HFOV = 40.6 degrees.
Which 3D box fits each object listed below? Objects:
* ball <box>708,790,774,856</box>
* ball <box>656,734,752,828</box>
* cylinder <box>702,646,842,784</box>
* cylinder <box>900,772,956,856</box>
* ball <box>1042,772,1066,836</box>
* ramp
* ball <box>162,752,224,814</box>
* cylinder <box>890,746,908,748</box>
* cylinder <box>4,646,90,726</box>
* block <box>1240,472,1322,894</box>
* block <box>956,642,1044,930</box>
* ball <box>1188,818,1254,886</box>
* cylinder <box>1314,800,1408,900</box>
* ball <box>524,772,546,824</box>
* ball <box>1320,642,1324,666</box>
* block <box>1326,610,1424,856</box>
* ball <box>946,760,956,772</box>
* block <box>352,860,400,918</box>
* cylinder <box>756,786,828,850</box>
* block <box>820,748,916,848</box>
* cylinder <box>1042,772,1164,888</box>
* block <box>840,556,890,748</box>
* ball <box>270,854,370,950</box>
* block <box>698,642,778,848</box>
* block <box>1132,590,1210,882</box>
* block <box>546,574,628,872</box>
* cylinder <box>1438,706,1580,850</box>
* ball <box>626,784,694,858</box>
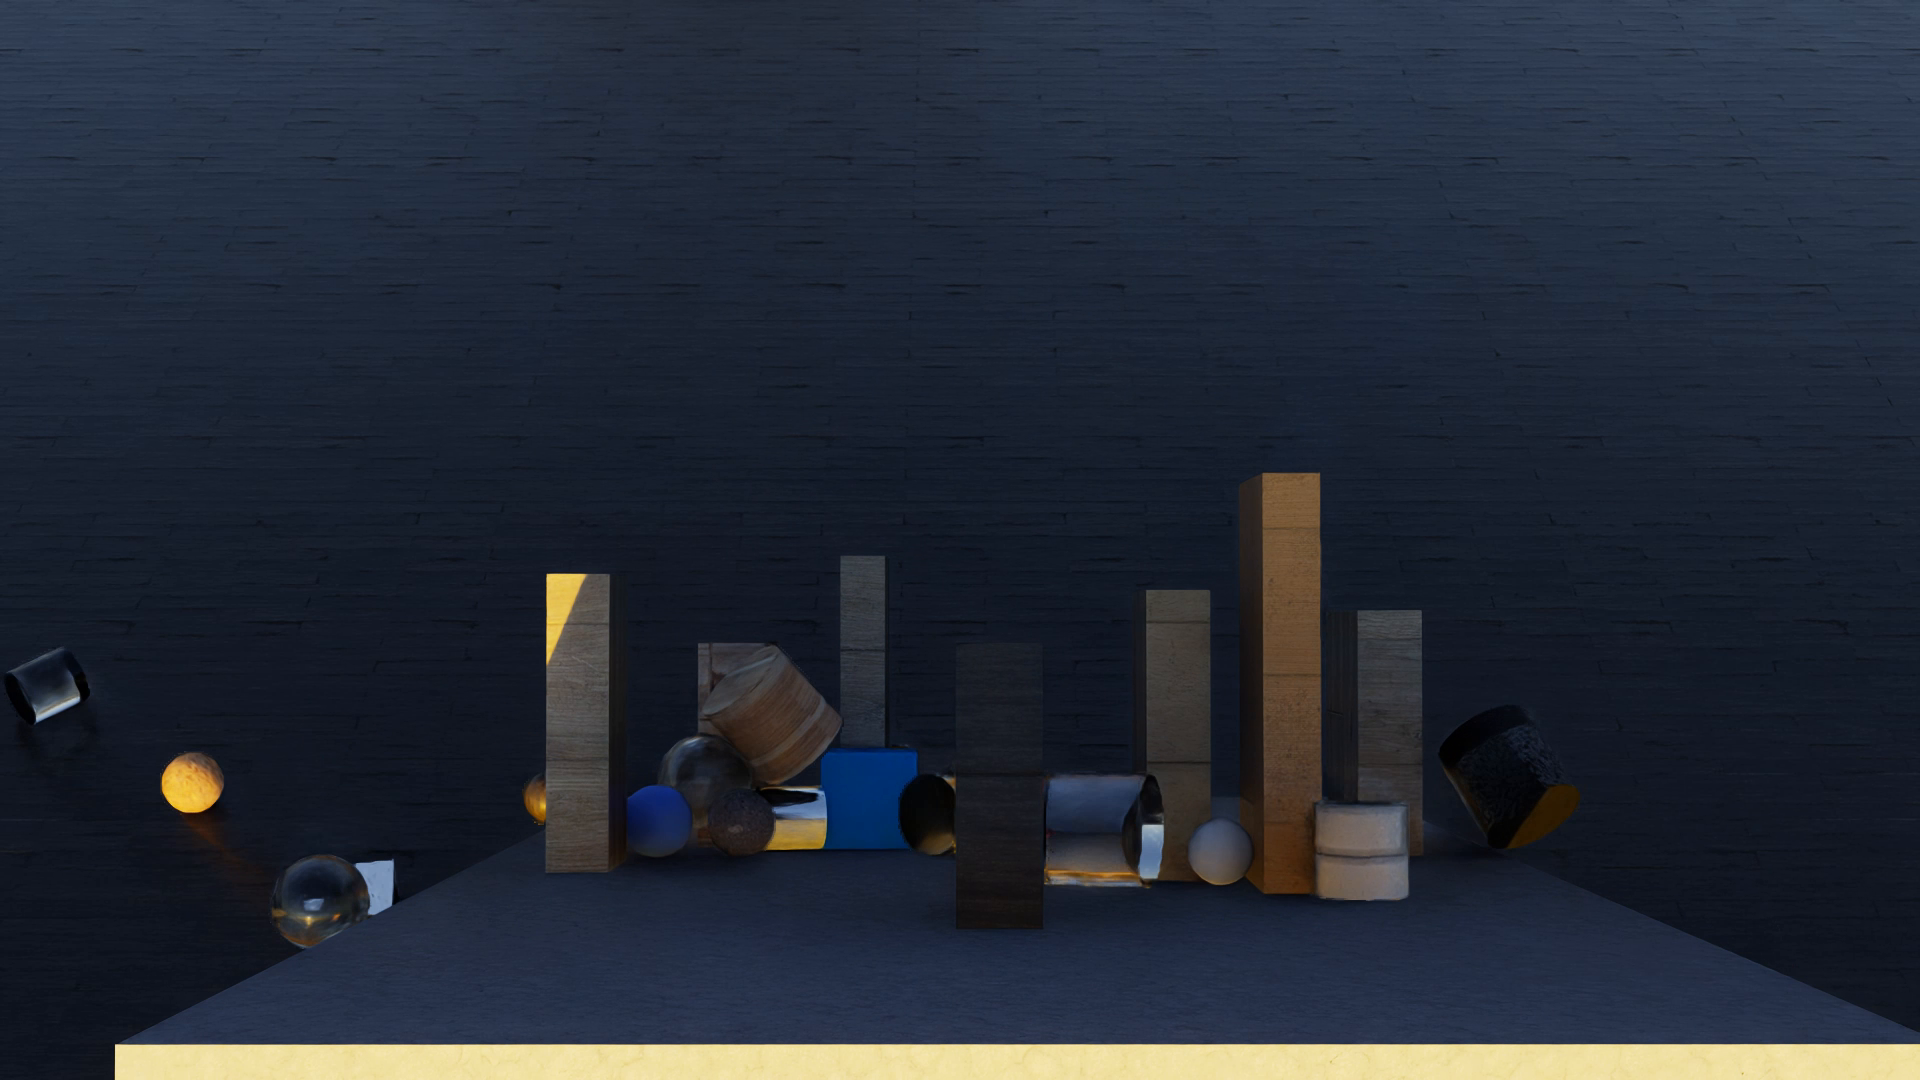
[{"bbox_3d":[-0.431,0.556,5.108,0.132,0.132,0.132,0,35,0],"label":"ball"},{"bbox_3d":[-0.514,0.485,5.227,0.191,0.191,0.191,0,35,0],"label":"ball"},{"bbox_3d":[-0.376,0.350,5.196,0.197,0.197,0.197,-37,17,13],"label":"cylinder"},{"bbox_3d":[-0.009,0.545,5.187,0.160,0.160,0.160,31,18,36],"label":"cylinder"},{"bbox_3d":[0.156,0.564,5.554,0.144,0.144,0.144,0,35,0],"label":"ball"},{"bbox_3d":[0.077,0.664,4.834,2.000,0.100,4.000,0,-2,0],"label":"ramp"},{"bbox_3d":[-2.033,0.643,6.883,0.159,0.159,0.159,0,35,0],"label":"ball"},{"bbox_3d":[-0.204,0.612,6.933,0.125,0.125,0.125,0,33,-22],"label":"cylinder"},{"bbox_3d":[-2.536,0.405,7.214,0.164,0.164,0.164,30,44,35],"label":"cylinder"},{"bbox_3d":[0.565,0.249,4.608,0.098,0.715,0.371,0,-2,0],"label":"block"},{"bbox_3d":[0.059,0.378,4.120,0.131,0.427,0.424,0,-2,0],"label":"block"},{"bbox_3d":[0.458,0.547,4.559,0.117,0.117,0.117,0,35,0],"label":"ball"},{"bbox_3d":[0.674,0.520,4.363,0.156,0.156,0.156,0,-2,0],"label":"cylinder"},{"bbox_3d":[-0.964,0.605,6.111,0.123,0.123,0.123,0,35,0],"label":"ball"},{"bbox_3d":[0.723,0.245,5.619,0.126,0.126,0.126,0,35,0],"label":"ball"},{"bbox_3d":[0.849,0.388,5.347,0.127,0.484,0.439,0,-2,0],"label":"block"},{"bbox_3d":[0.031,0.588,6.254,0.142,0.142,0.142,0,35,0],"label":"ball"},{"bbox_3d":[-1.490,0.943,6.406,0.205,0.205,0.205,-6,33,-8],"label":"block"},{"bbox_3d":[-0.346,0.563,5.268,0.129,0.129,0.129,3,34,-15],"label":"cylinder"},{"bbox_3d":[-0.188,0.533,5.382,0.195,0.195,0.195,0,-2,-2],"label":"block"},{"bbox_3d":[0.238,0.507,4.546,0.196,0.196,0.196,-1,33,18],"label":"cylinder"},{"bbox_3d":[-0.206,0.339,5.660,0.094,0.601,0.346,0,-2,0],"label":"block"},{"bbox_3d":[-1.324,0.750,5.375,0.200,0.200,0.200,0,35,0],"label":"ball"},{"bbox_3d":[-0.469,0.427,5.528,0.136,0.418,0.407,0,-2,0],"label":"block"},{"bbox_3d":[0.389,0.354,4.818,0.114,0.518,0.390,0,-2,0],"label":"block"},{"bbox_3d":[-0.706,0.342,4.925,0.116,0.550,0.265,0,-2,0],"label":"block"},{"bbox_3d":[1.122,0.486,5.317,0.210,0.210,0.210,-13,52,-18],"label":"cylinder"},{"bbox_3d":[-0.594,0.551,5.097,0.141,0.141,0.141,0,35,0],"label":"ball"}]
